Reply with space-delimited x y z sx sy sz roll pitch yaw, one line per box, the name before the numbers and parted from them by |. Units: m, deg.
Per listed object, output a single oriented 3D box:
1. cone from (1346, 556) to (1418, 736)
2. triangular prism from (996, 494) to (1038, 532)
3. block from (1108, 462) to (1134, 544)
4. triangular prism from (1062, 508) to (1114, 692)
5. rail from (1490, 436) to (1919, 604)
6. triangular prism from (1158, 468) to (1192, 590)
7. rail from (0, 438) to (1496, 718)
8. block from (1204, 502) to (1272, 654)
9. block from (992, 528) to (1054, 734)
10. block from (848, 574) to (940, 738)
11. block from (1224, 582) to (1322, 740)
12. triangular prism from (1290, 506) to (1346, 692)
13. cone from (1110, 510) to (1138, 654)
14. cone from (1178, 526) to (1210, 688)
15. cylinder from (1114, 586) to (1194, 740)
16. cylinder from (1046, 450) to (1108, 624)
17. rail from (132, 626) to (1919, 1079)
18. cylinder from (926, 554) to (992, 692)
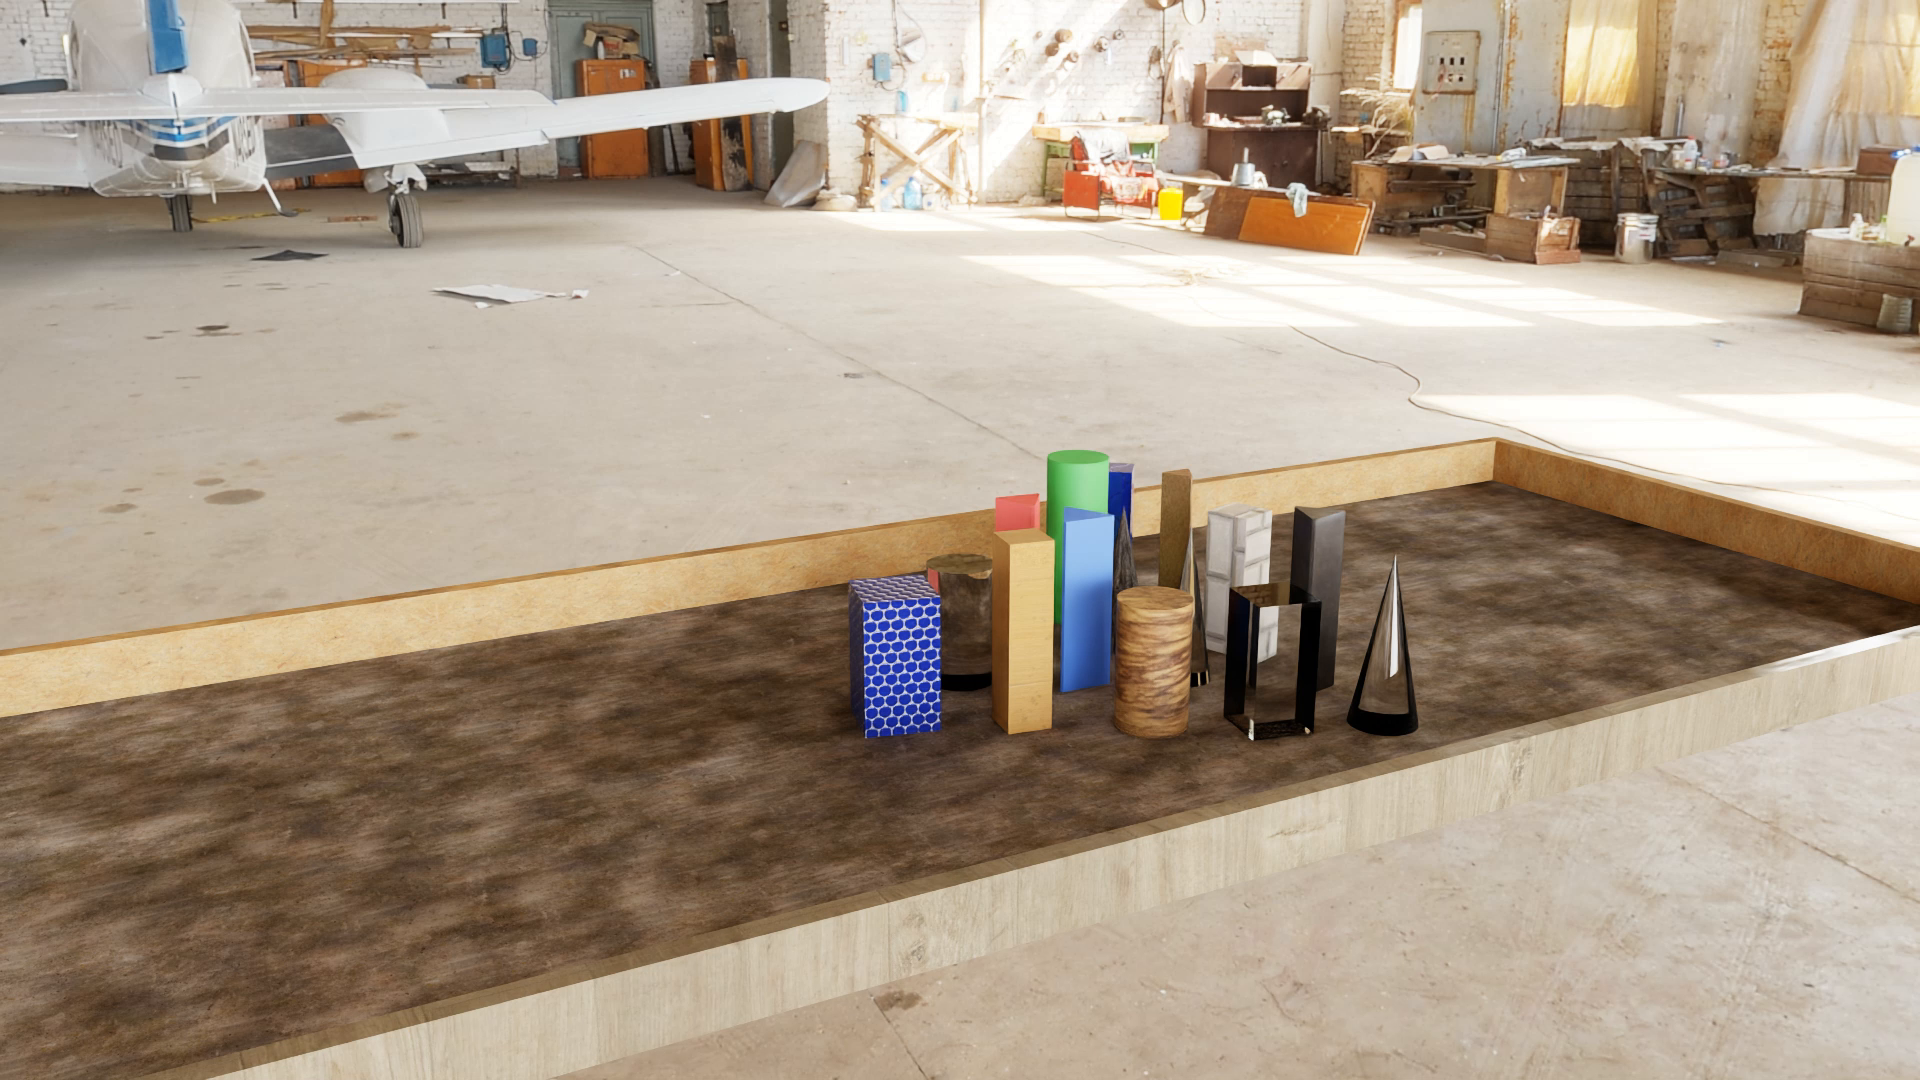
cone | 0.997 0.231 3.833 0.166 0.415 0.166 0 16 0
triangular prism | 0.175 0.080 4.377 0.124 0.398 0.107 13 21 37
block | 0.448 -0.040 4.858 0.115 0.358 0.115 3 17 9
triangular prism | 0.287 0.142 4.095 0.139 0.437 0.120 -8 18 -25
rail | 2.466 -0.048 5.253 0.050 0.150 2.100 -9 18 -27
triangular prism | 0.615 0.005 4.616 0.088 0.406 0.077 9 19 28
rail | -3.305 0.497 3.399 12.000 0.150 0.050 -9 18 -27
block | 0.727 0.104 4.333 0.119 0.377 0.119 15 22 41
block | 0.145 0.211 3.824 0.108 0.458 0.108 -6 17 -19
block | -0.154 0.269 3.860 0.179 0.327 0.179 -4 17 -14
block | 0.724 0.279 3.833 0.155 0.323 0.155 -5 17 -17
triangular prism | 0.854 0.145 4.060 0.121 0.452 0.104 -14 21 -39
cone | 0.428 0.094 4.351 0.155 0.384 0.155 0 16 0
cone | 0.570 0.154 4.110 0.126 0.407 0.126 0 16 0
cylinder | 0.449 0.283 3.836 0.176 0.313 0.176 0 16 0
cylinder | 0.322 -0.007 4.564 0.168 0.459 0.168 0 16 0
rail | -2.336 1.006 1.665 12.000 0.150 0.050 -9 18 -27
cylinder | 0.003 0.204 4.121 0.174 0.304 0.174 0 16 0
